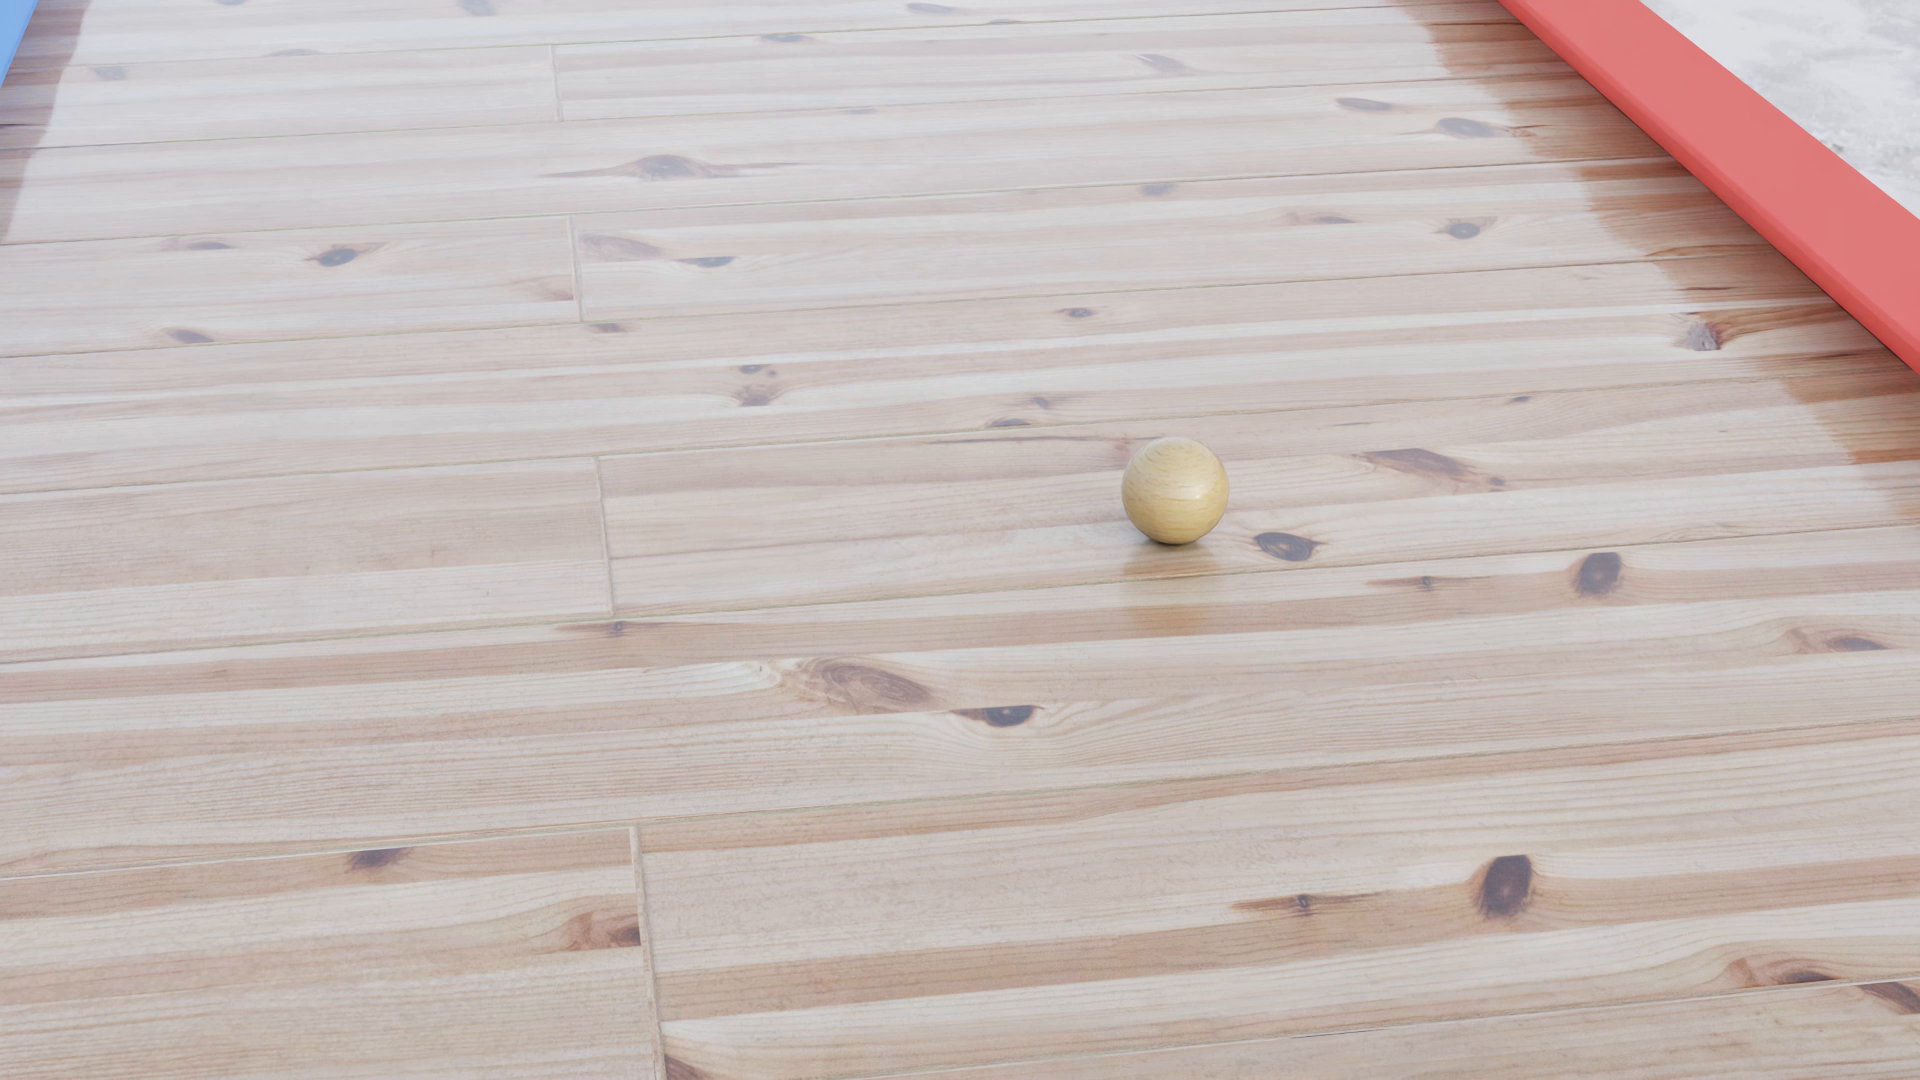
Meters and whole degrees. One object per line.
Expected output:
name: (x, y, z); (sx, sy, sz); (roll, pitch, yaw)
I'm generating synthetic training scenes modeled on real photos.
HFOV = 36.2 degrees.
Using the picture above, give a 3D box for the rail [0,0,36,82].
rail: (-0.858, -0.297, 2.448); (0.045, 0.110, 2.995); (-4, 27, -8)

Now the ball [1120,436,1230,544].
ball: (0.144, -0.033, 1.965); (0.073, 0.073, 0.073); (0, 27, 0)

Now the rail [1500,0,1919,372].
rail: (0.627, -0.401, 2.655); (0.045, 0.110, 2.995); (-4, 27, -8)
